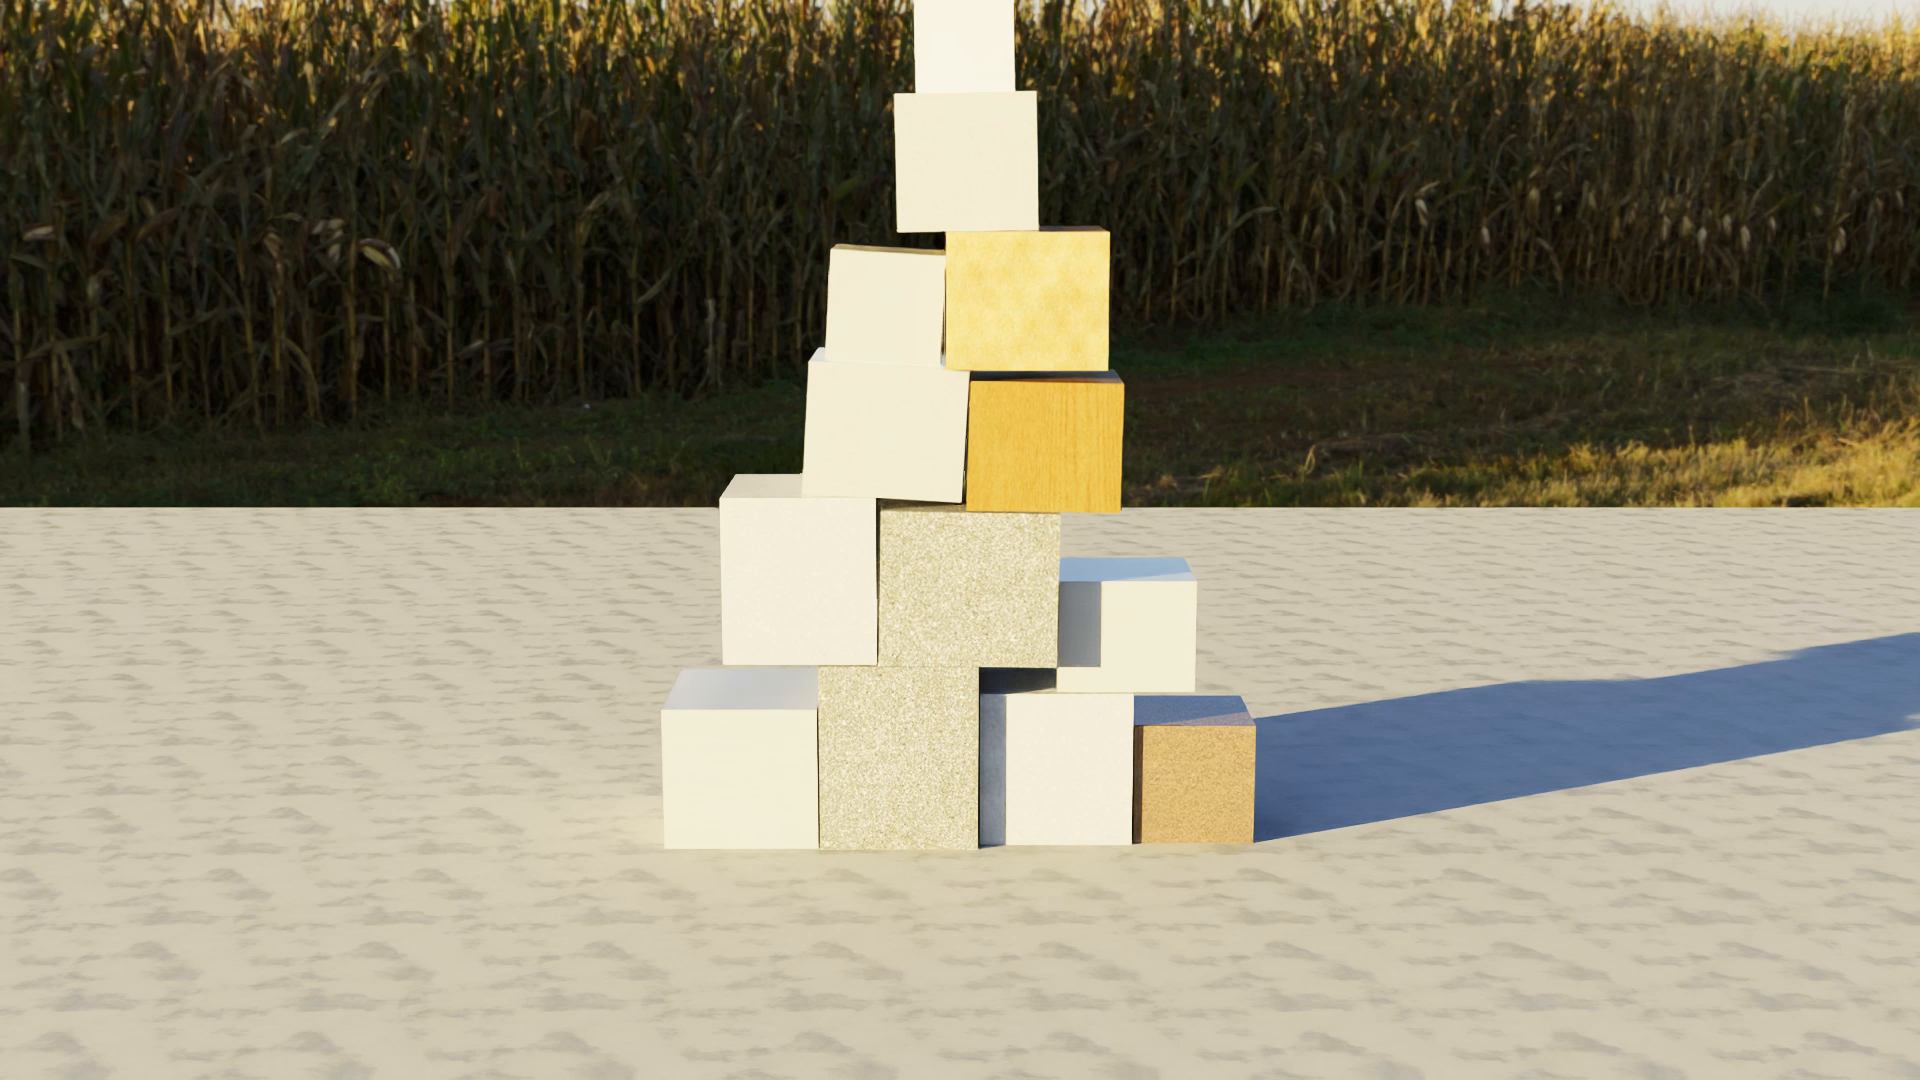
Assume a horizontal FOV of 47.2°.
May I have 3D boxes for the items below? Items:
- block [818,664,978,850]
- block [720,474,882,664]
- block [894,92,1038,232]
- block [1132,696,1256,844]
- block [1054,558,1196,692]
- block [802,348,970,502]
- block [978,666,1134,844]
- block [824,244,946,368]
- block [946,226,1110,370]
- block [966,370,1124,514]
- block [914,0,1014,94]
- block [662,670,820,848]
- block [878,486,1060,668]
[{"bbox_3d":[-0.306,1.012,11.374,0.790,0.940,0.876,0,10,0],"label":"block"},{"bbox_3d":[-0.794,0.137,11.219,0.763,0.837,0.784,0,10,0],"label":"block"},{"bbox_3d":[0.033,-1.864,10.829,0.678,0.655,0.582,-1,10,0],"label":"block"},{"bbox_3d":[1.179,1.178,11.378,0.607,0.612,0.617,0,10,0],"label":"block"},{"bbox_3d":[0.831,0.426,11.270,0.688,0.564,0.633,0,10,0],"label":"block"},{"bbox_3d":[-0.363,-0.591,11.085,0.780,0.648,0.742,3,10,-1],"label":"block"},{"bbox_3d":[0.482,1.089,11.391,0.766,0.783,0.731,0,10,0],"label":"block"},{"bbox_3d":[-0.363,-1.176,10.973,0.561,0.541,0.567,3,10,-1],"label":"block"},{"bbox_3d":[0.324,-1.213,10.944,0.783,0.662,0.759,0,10,0],"label":"block"},{"bbox_3d":[0.415,-0.515,11.089,0.754,0.636,0.706,1,10,0],"label":"block"},{"bbox_3d":[0.022,-2.425,10.750,0.474,0.478,0.465,-1,10,0],"label":"block"},{"bbox_3d":[-1.097,1.120,11.398,0.772,0.718,0.853,0,10,0],"label":"block"},{"bbox_3d":[0.044,0.174,11.196,0.880,0.770,0.811,1,10,0],"label":"block"}]
